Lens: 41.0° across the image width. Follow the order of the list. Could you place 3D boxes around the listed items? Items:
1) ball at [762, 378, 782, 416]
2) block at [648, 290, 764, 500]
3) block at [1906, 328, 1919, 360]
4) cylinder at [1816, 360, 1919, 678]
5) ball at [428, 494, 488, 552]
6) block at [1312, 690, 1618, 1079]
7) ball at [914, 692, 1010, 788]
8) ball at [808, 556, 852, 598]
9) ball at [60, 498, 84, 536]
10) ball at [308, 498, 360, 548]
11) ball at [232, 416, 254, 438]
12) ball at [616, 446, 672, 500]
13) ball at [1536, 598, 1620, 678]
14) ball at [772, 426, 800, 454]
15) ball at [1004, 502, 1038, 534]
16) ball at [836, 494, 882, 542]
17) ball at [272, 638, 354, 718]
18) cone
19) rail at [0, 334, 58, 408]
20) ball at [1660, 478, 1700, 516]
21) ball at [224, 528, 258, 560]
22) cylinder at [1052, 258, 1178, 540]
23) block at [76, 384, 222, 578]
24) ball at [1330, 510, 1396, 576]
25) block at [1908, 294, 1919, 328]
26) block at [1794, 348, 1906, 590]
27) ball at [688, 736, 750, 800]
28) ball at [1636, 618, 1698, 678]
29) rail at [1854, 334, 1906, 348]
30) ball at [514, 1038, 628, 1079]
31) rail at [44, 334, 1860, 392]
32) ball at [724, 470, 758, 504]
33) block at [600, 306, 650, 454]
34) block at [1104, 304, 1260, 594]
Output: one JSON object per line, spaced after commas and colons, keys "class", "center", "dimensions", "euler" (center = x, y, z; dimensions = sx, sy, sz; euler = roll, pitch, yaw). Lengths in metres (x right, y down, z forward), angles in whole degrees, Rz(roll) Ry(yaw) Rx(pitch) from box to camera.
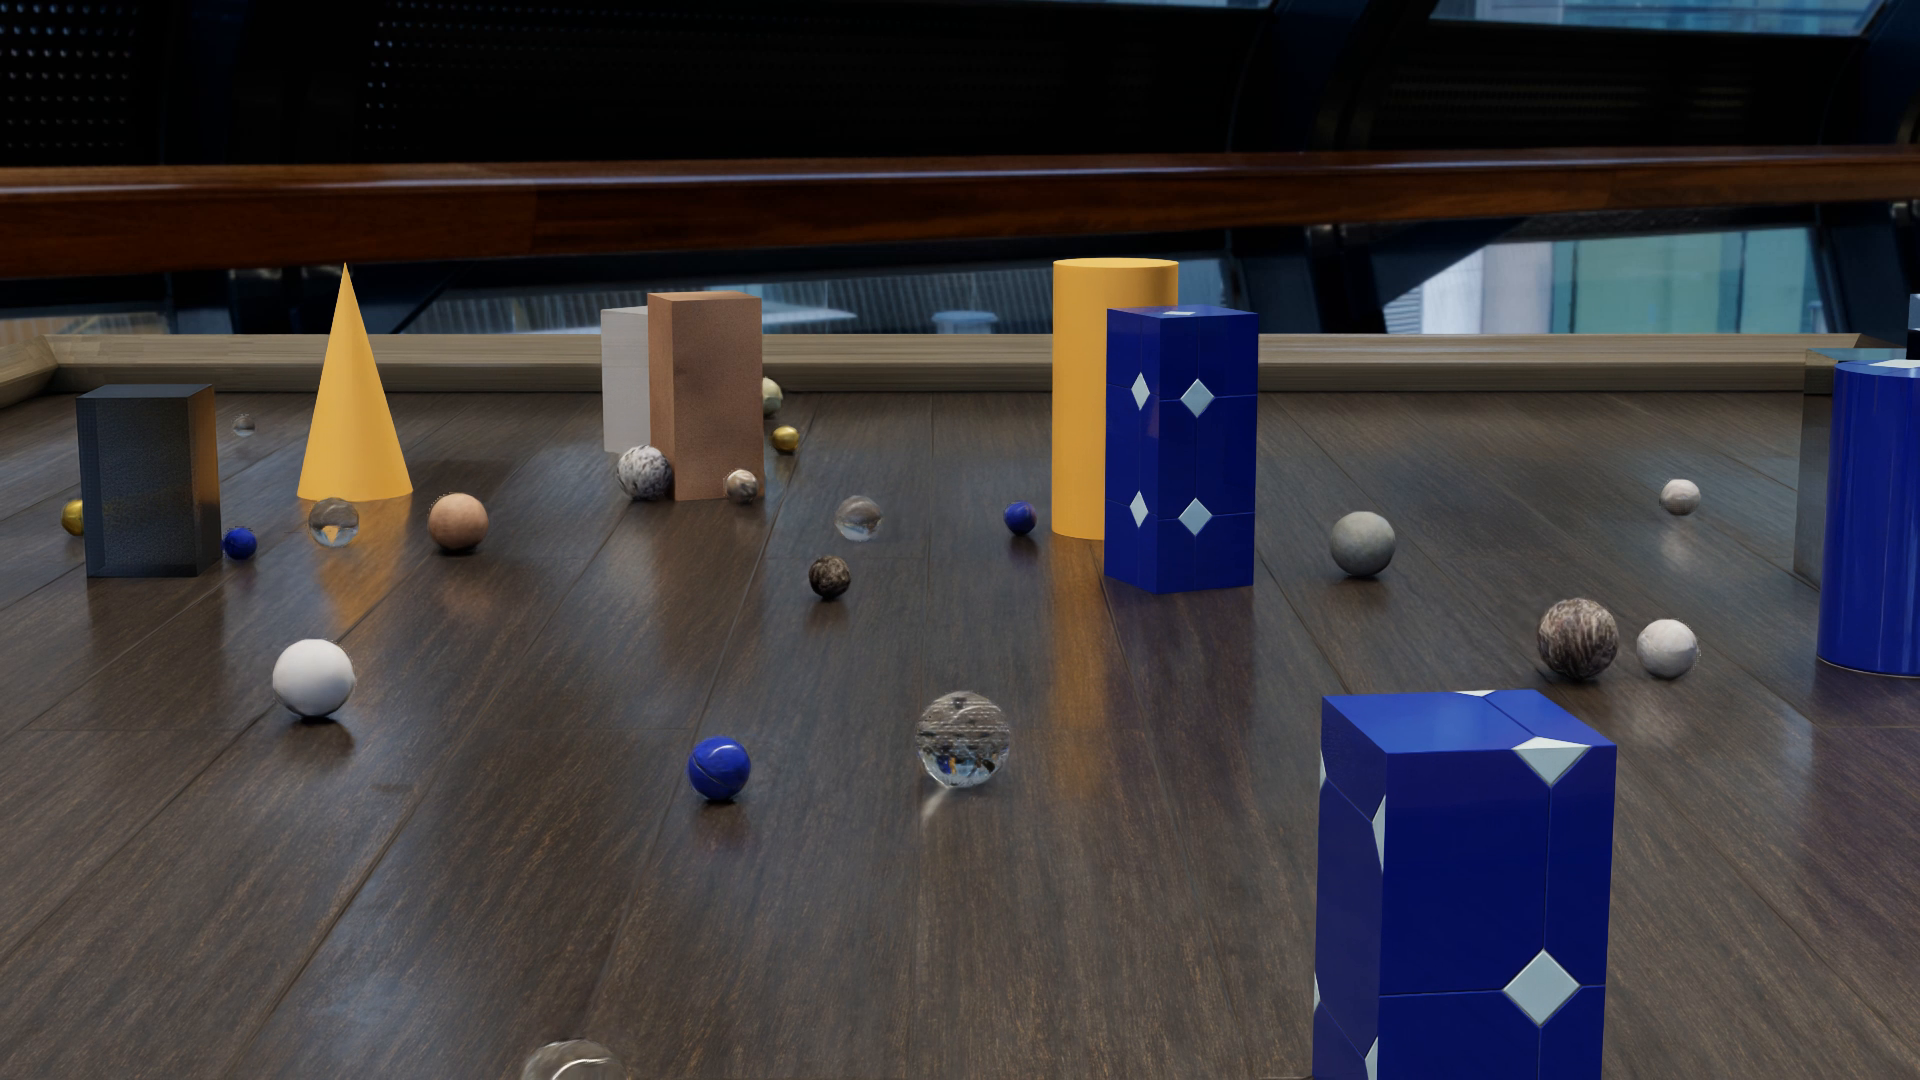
{"class": "ball", "center": [-0.413, -0.298, 5.363], "dimensions": [0.082, 0.082, 0.082], "euler": [0, 11, 0]}
{"class": "block", "center": [-0.437, -0.251, 4.404], "dimensions": [0.156, 0.338, 0.156], "euler": [-4, 11, -21]}
{"class": "block", "center": [1.339, -0.078, 3.341], "dimensions": [0.156, 0.386, 0.156], "euler": [-5, 12, -24]}
{"class": "cylinder", "center": [1.164, -0.030, 3.147], "dimensions": [0.195, 0.362, 0.195], "euler": [0, 11, 0]}
{"class": "ball", "center": [-0.758, -0.027, 3.880], "dimensions": [0.089, 0.089, 0.089], "euler": [0, 11, 0]}
{"class": "block", "center": [0.345, 0.263, 1.781], "dimensions": [0.156, 0.285, 0.156], "euler": [-1, 11, -7]}
{"class": "ball", "center": [0.003, 0.203, 2.614], "dimensions": [0.098, 0.098, 0.098], "euler": [0, 11, 0]}
{"class": "ball", "center": [-0.180, 0.051, 3.544], "dimensions": [0.059, 0.059, 0.059], "euler": [0, 11, 0]}
{"class": "ball", "center": [-1.376, -0.035, 4.009], "dimensions": [0.059, 0.059, 0.059], "euler": [0, 11, 0]}
{"class": "ball", "center": [-0.955, -0.027, 3.911], "dimensions": [0.077, 0.077, 0.077], "euler": [0, 11, 0]}
{"class": "ball", "center": [-1.416, -0.224, 5.072], "dimensions": [0.042, 0.042, 0.042], "euler": [0, 11, 0]}
{"class": "ball", "center": [-0.535, -0.114, 4.339], "dimensions": [0.092, 0.092, 0.092], "euler": [0, 11, 0]}
{"class": "ball", "center": [0.741, 0.118, 3.076], "dimensions": [0.097, 0.097, 0.097], "euler": [0, 11, 0]}
{"class": "ball", "center": [-0.331, -0.190, 4.859], "dimensions": [0.053, 0.053, 0.053], "euler": [0, 11, 0]}
{"class": "ball", "center": [0.096, -0.035, 4.024], "dimensions": [0.051, 0.051, 0.051], "euler": [0, 11, 0]}
{"class": "ball", "center": [-0.157, -0.033, 3.959], "dimensions": [0.073, 0.073, 0.073], "euler": [0, 11, 0]}
{"class": "ball", "center": [-0.729, 0.156, 2.893], "dimensions": [0.090, 0.090, 0.090], "euler": [0, 11, 0]}
{"class": "cone", "center": [-1.043, -0.277, 4.389], "dimensions": [0.195, 0.396, 0.195], "euler": [0, 11, 0]}
{"class": "rail", "center": [-2.022, 0.035, 3.437], "dimensions": [0.045, 0.127, 4.753], "euler": [0, 11, 0]}
{"class": "ball", "center": [1.174, -0.069, 4.182], "dimensions": [0.062, 0.062, 0.062], "euler": [0, 11, 0]}
{"class": "ball", "center": [-1.070, 0.006, 3.813], "dimensions": [0.048, 0.048, 0.048], "euler": [0, 11, 0]}
{"class": "cylinder", "center": [0.243, -0.225, 4.035], "dimensions": [0.195, 0.422, 0.195], "euler": [0, 11, 0]}
{"class": "block", "center": [-1.179, -0.088, 3.740], "dimensions": [0.156, 0.260, 0.156], "euler": [0, 11, -3]}
{"class": "ball", "center": [0.580, 0.005, 3.692], "dimensions": [0.094, 0.094, 0.094], "euler": [0, 11, 0]}
{"class": "block", "center": [1.577, -0.197, 4.039], "dimensions": [0.156, 0.365, 0.156], "euler": [2, 11, 13]}
{"class": "block", "center": [1.288, -0.100, 3.627], "dimensions": [0.156, 0.325, 0.156], "euler": [0, 11, 2]}
{"class": "ball", "center": [-0.242, 0.228, 2.575], "dimensions": [0.063, 0.063, 0.063], "euler": [0, 11, 0]}
{"class": "ball", "center": [0.849, 0.131, 3.079], "dimensions": [0.072, 0.072, 0.072], "euler": [0, 11, 0]}
{"class": "rail", "center": [2.022, 0.031, 3.460], "dimensions": [0.045, 0.127, 4.753], "euler": [0, 11, 0]}
{"class": "ball", "center": [-0.262, 0.376, 1.728], "dimensions": [0.081, 0.081, 0.081], "euler": [0, 11, 0]}
{"class": "rail", "center": [-0.014, -0.396, 5.762], "dimensions": [4.092, 0.127, 0.045], "euler": [0, 11, 0]}
{"class": "ball", "center": [-0.366, -0.090, 4.306], "dimensions": [0.057, 0.057, 0.057], "euler": [0, 11, 0]}
{"class": "block", "center": [-0.568, -0.303, 4.872], "dimensions": [0.156, 0.270, 0.156], "euler": [10, 14, 43]}
{"class": "block", "center": [0.312, -0.132, 3.637], "dimensions": [0.156, 0.385, 0.156], "euler": [-5, 12, -24]}
